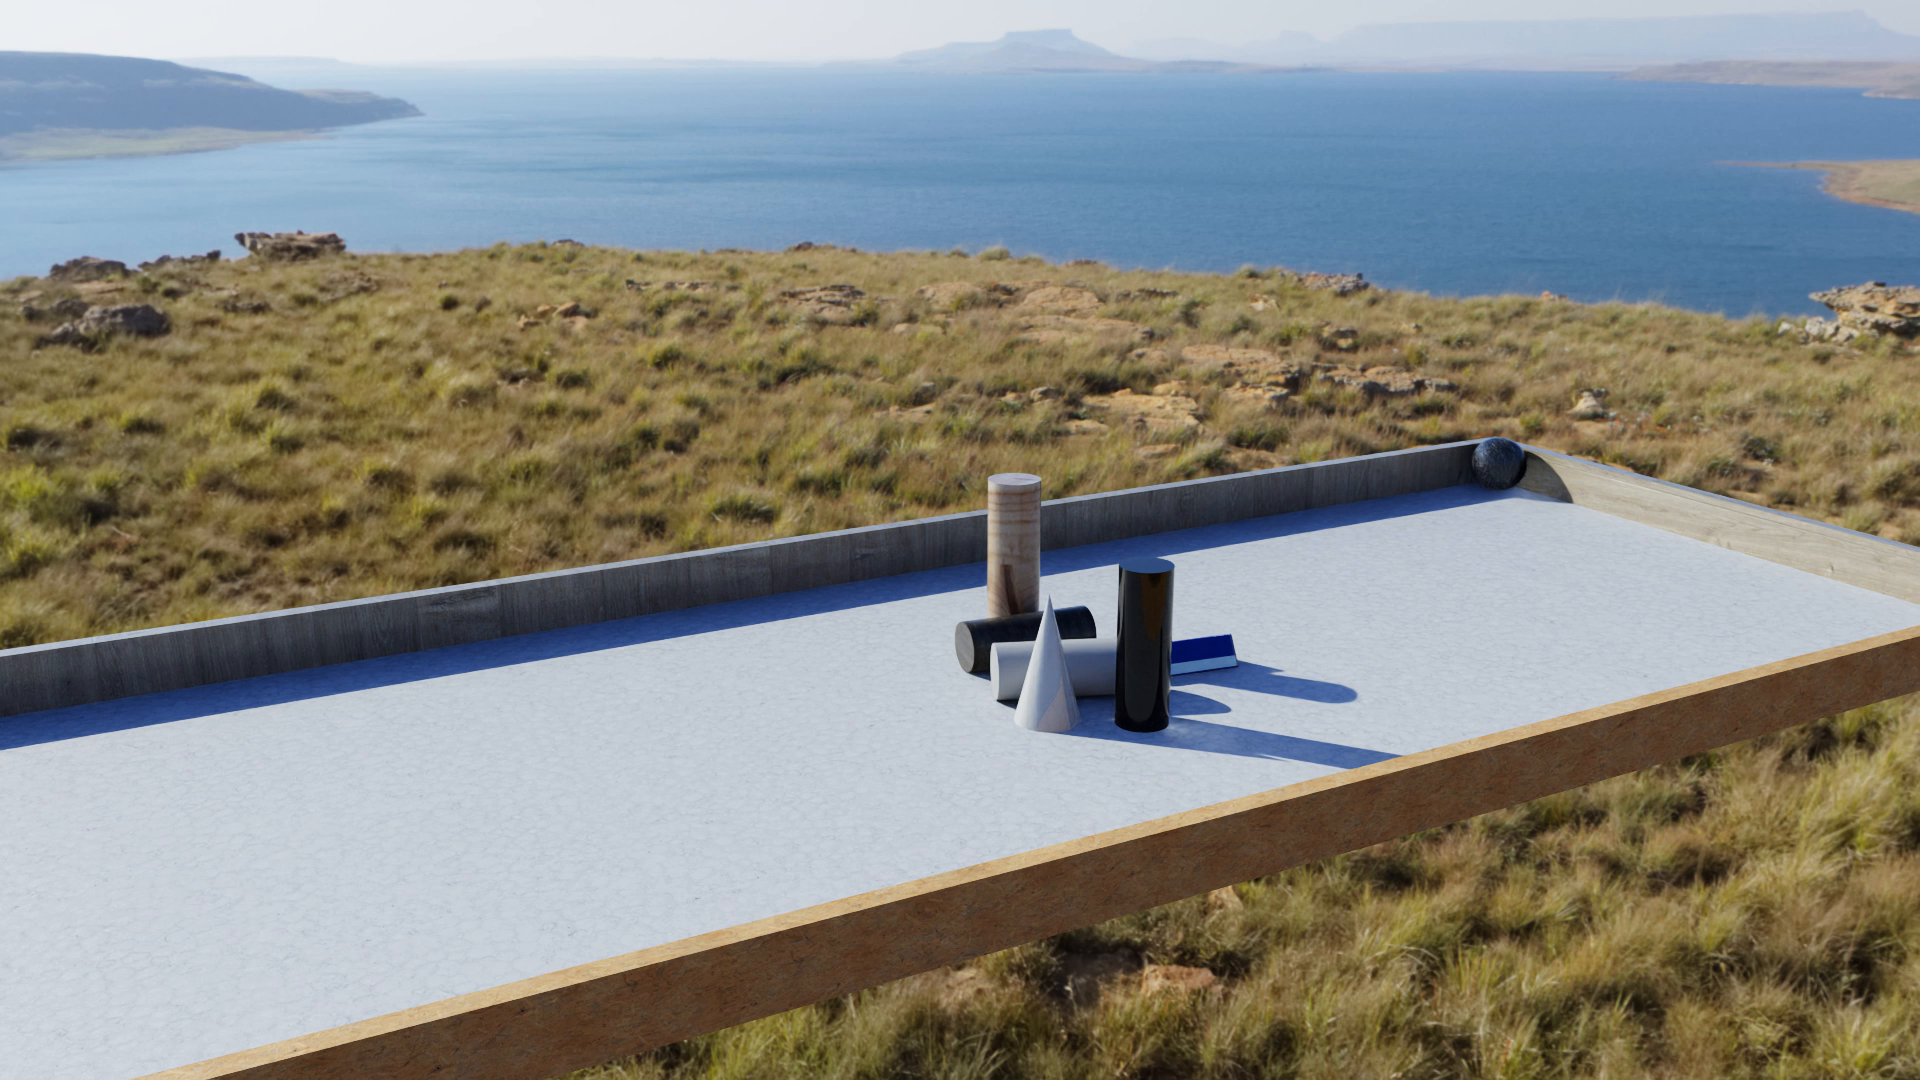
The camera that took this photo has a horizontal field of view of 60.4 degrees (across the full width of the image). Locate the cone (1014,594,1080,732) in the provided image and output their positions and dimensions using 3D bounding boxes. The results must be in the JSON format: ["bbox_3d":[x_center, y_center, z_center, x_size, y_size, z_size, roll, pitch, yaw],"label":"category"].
[{"bbox_3d":[0.207,0.274,3.865,0.159,0.315,0.159,0,16,0],"label":"cone"}]

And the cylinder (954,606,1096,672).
[{"bbox_3d":[0.170,0.254,4.260,0.343,0.130,0.130,-7,18,-21],"label":"cylinder"}]

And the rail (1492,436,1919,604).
[{"bbox_3d":[2.466,-0.048,5.253,0.050,0.150,2.100,-9,18,-27],"label":"rail"}]

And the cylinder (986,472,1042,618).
[{"bbox_3d":[0.142,0.060,4.345,0.139,0.452,0.139,0,15,0],"label":"cylinder"}]

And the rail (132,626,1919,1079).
[{"bbox_3d":[-2.336,1.006,1.665,12.000,0.150,0.050,-9,18,-27],"label":"rail"}]

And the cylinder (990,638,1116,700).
[{"bbox_3d":[0.251,0.314,4.038,0.336,0.139,0.139,-2,17,-7],"label":"cylinder"}]

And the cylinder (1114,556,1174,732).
[{"bbox_3d":[0.429,0.243,3.838,0.128,0.388,0.128,0,16,0],"label":"cylinder"}]

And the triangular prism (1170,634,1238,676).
[{"bbox_3d":[0.554,0.293,4.212,0.310,0.077,0.089,-6,18,-20],"label":"triangular prism"}]

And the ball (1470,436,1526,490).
[{"bbox_3d":[1.939,-0.274,5.941,0.195,0.195,0.195,0,16,0],"label":"ball"}]

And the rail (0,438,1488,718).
[{"bbox_3d":[-3.305,0.497,3.399,12.000,0.150,0.050,-9,18,-27],"label":"rail"}]
